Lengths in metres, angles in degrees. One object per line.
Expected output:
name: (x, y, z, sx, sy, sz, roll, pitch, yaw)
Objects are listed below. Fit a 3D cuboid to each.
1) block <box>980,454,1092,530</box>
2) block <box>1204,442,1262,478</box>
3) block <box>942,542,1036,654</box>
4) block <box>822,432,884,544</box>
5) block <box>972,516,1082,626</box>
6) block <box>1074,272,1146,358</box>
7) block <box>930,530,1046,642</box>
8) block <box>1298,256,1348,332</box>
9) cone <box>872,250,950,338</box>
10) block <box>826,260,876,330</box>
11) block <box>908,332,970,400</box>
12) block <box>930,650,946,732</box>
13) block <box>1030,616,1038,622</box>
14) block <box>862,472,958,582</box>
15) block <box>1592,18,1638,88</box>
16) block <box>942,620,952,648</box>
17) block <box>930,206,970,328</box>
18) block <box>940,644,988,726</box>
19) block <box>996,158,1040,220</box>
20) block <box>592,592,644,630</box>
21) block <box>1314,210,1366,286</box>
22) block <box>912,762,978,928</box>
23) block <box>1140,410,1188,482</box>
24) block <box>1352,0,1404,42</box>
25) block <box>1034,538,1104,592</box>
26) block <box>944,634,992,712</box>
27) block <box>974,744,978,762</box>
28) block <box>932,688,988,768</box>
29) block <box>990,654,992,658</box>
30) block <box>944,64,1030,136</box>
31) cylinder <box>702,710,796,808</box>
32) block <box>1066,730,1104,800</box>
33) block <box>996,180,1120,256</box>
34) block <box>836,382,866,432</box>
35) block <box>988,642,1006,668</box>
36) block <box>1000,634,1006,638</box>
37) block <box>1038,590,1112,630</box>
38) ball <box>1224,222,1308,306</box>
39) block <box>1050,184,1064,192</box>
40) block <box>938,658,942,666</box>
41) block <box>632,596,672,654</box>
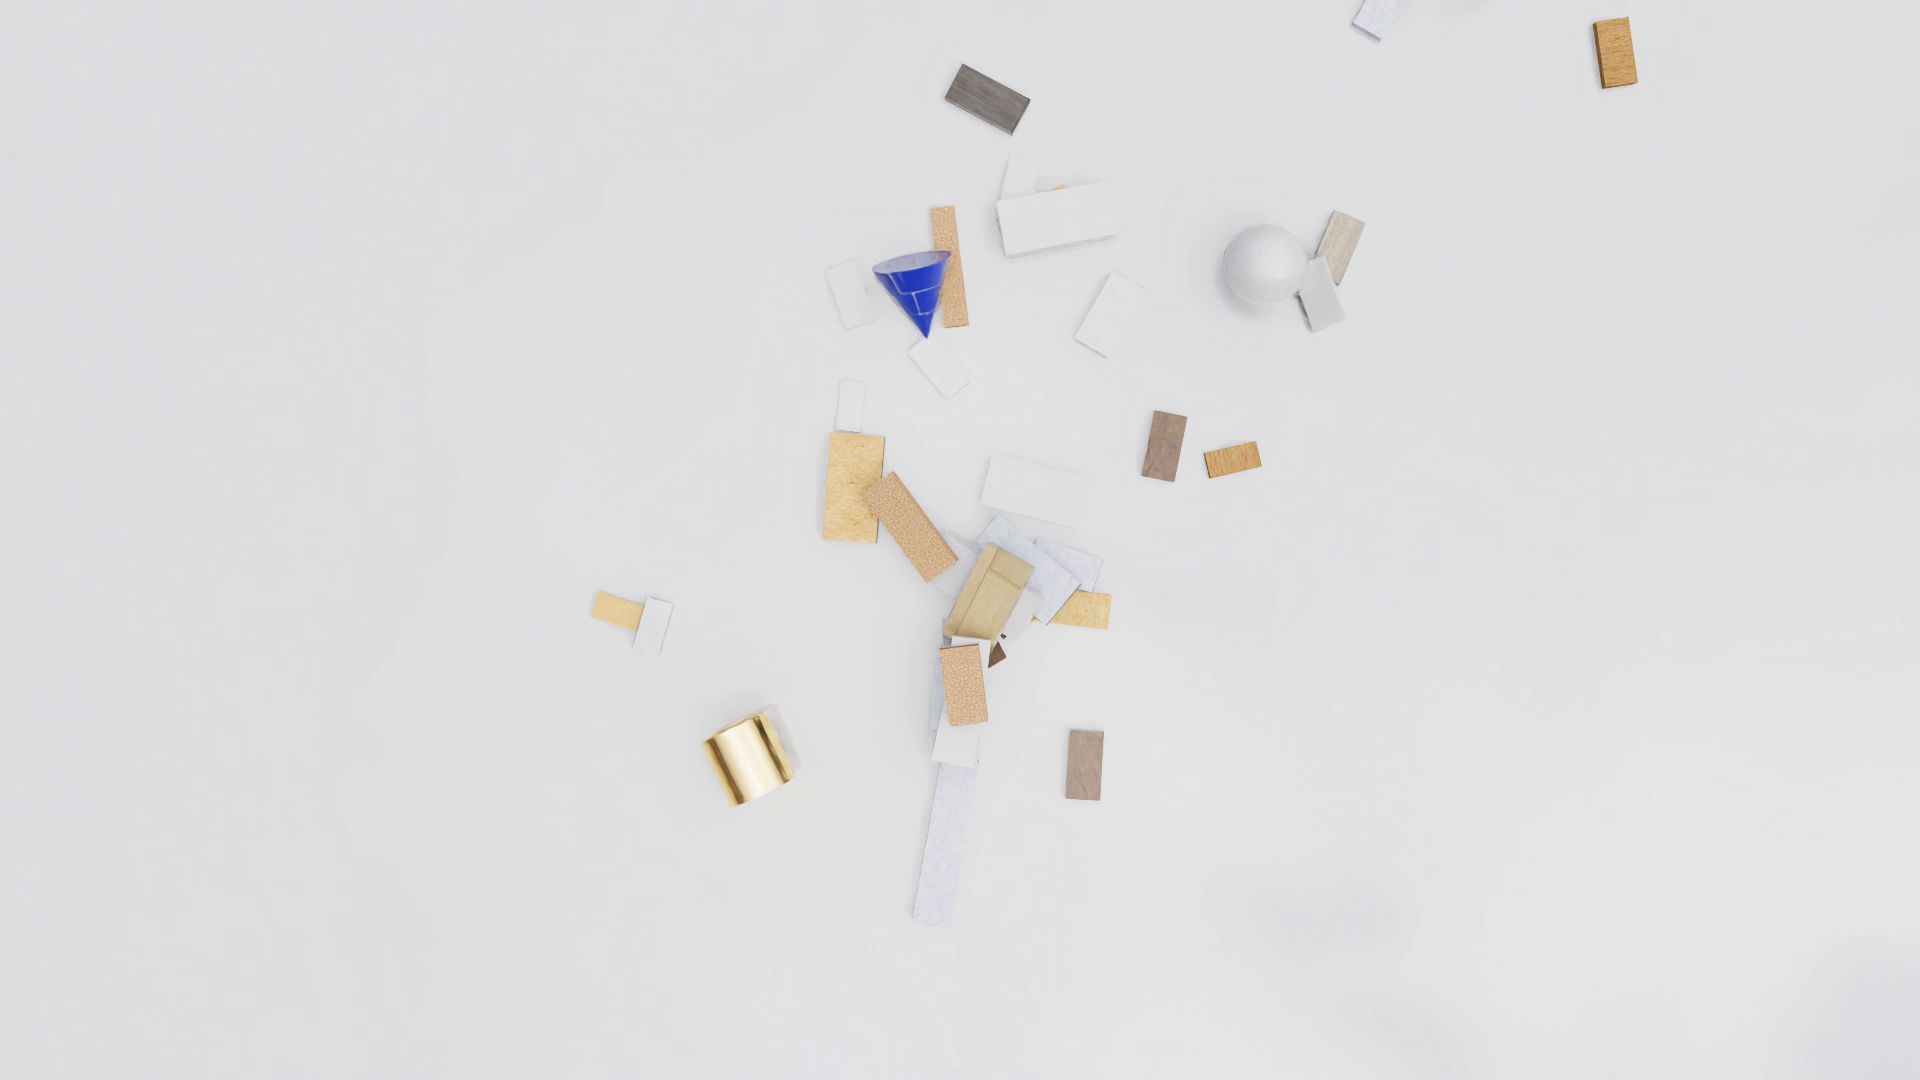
block: (0.252, -0.159, 5.476, 0.341, 0.048, 0.171, 14, 90, 0)
block: (0.908, -0.267, 5.488, 0.175, 0.025, 0.088, -13, 90, 0)
block: (0.092, 0.195, 5.361, 0.171, 0.048, 0.341, 30, 107, 13)
block: (-0.352, -0.172, 5.475, 0.178, 0.050, 0.355, 4, 90, 0)
block: (0.206, 0.099, 5.439, 0.356, 0.050, 0.178, 40, 90, 10)
block: (0.498, -0.749, 5.482, 0.128, 0.036, 0.256, 30, 90, 0)
block: (0.074, 0.151, 5.413, 0.385, 0.048, 0.171, 35, 108, 12)
block: (1.187, -0.814, 5.456, 0.111, 0.031, 0.222, -19, 94, 24)
cone: (-0.133, -0.786, 5.422, 0.266, 0.266, 0.266, -12, 111, 0)
block: (-0.363, -0.813, 5.485, 0.104, 0.029, 0.207, -20, 90, 0)
block: (-0.070, -0.577, 5.485, 0.104, 0.029, 0.207, -40, 90, 0)
block: (-0.021, 0.501, 5.438, 0.134, 0.038, 0.267, 6, 82, 0)
block: (0.195, 0.202, 5.467, 0.081, 0.023, 0.161, -24, 78, -1)
block: (-0.164, -0.043, 5.409, 0.128, 0.036, 0.360, -36, 90, 21)
block: (2.179, -1.619, 5.485, 0.109, 0.031, 0.218, -8, 90, 0)
block: (-0.017, 0.338, 5.443, 0.081, 0.023, 0.161, 0, 56, -4)
block: (-0.035, -0.909, 5.489, 0.081, 0.023, 0.398, -7, 90, 0)
block: (0.013, 0.466, 5.308, 0.125, 0.035, 0.249, -7, 95, 5)
block: (0.193, -1.155, 5.485, 0.104, 0.029, 0.207, 13, 90, 0)
block: (-1.130, 0.239, 5.488, 0.176, 0.025, 0.088, 18, 90, 0)
block: (1.252, -0.971, 5.484, 0.111, 0.031, 0.222, 23, 90, 0)
block: (-0.048, 1.000, 5.482, 0.125, 0.035, 0.554, 10, 90, 0)
block: (0.679, -0.311, 5.484, 0.111, 0.031, 0.222, 12, 90, 0)
block: (1.412, -1.796, 5.485, 0.109, 0.031, 0.246, 30, 90, 0)
block: (0.348, 0.083, 5.468, 0.229, 0.032, 0.114, 19, 90, 8)
block: (0.025, 0.439, 5.340, 0.125, 0.035, 0.249, 6, 95, 3)
block: (-0.005, 0.600, 5.462, 0.134, 0.038, 0.267, 3, 82, 0)
block: (0.000, 0.600, 5.386, 0.134, 0.038, 0.267, 12, 82, 1)
block: (0.059, 0.361, 5.357, 0.091, 0.013, 0.045, 45, 101, -1)
block: (0.092, -1.463, 5.482, 0.256, 0.036, 0.128, 28, 90, 0)
cylinder: (-0.690, 0.713, 5.384, 0.233, 0.233, 0.233, -26, 90, 0)
block: (0.414, 0.747, 5.484, 0.114, 0.032, 0.229, 3, 90, 0)
block: (0.321, -1.061, 5.449, 0.380, 0.050, 0.178, -11, 91, -2)
block: (-0.363, -0.443, 5.489, 0.081, 0.023, 0.162, 7, 90, 0)
block: (0.083, 0.338, 5.467, 0.081, 0.023, 0.161, -28, 90, -37)
block: (0.160, 0.282, 5.494, 0.045, 0.013, 0.091, 41, 90, 0)
block: (0.383, 0.226, 5.484, 0.229, 0.032, 0.114, 7, 90, 0)
ball: (0.996, -0.896, 5.365, 0.269, 0.269, 0.269, 0, 90, 0)
block: (0.348, -1.094, 5.489, 0.081, 0.023, 0.162, -31, 90, 0)
block: (-0.033, 0.414, 5.391, 0.045, 0.013, 0.091, -20, 125, 10)
block: (-1.022, 0.285, 5.472, 0.088, 0.025, 0.175, 16, 90, -21)
